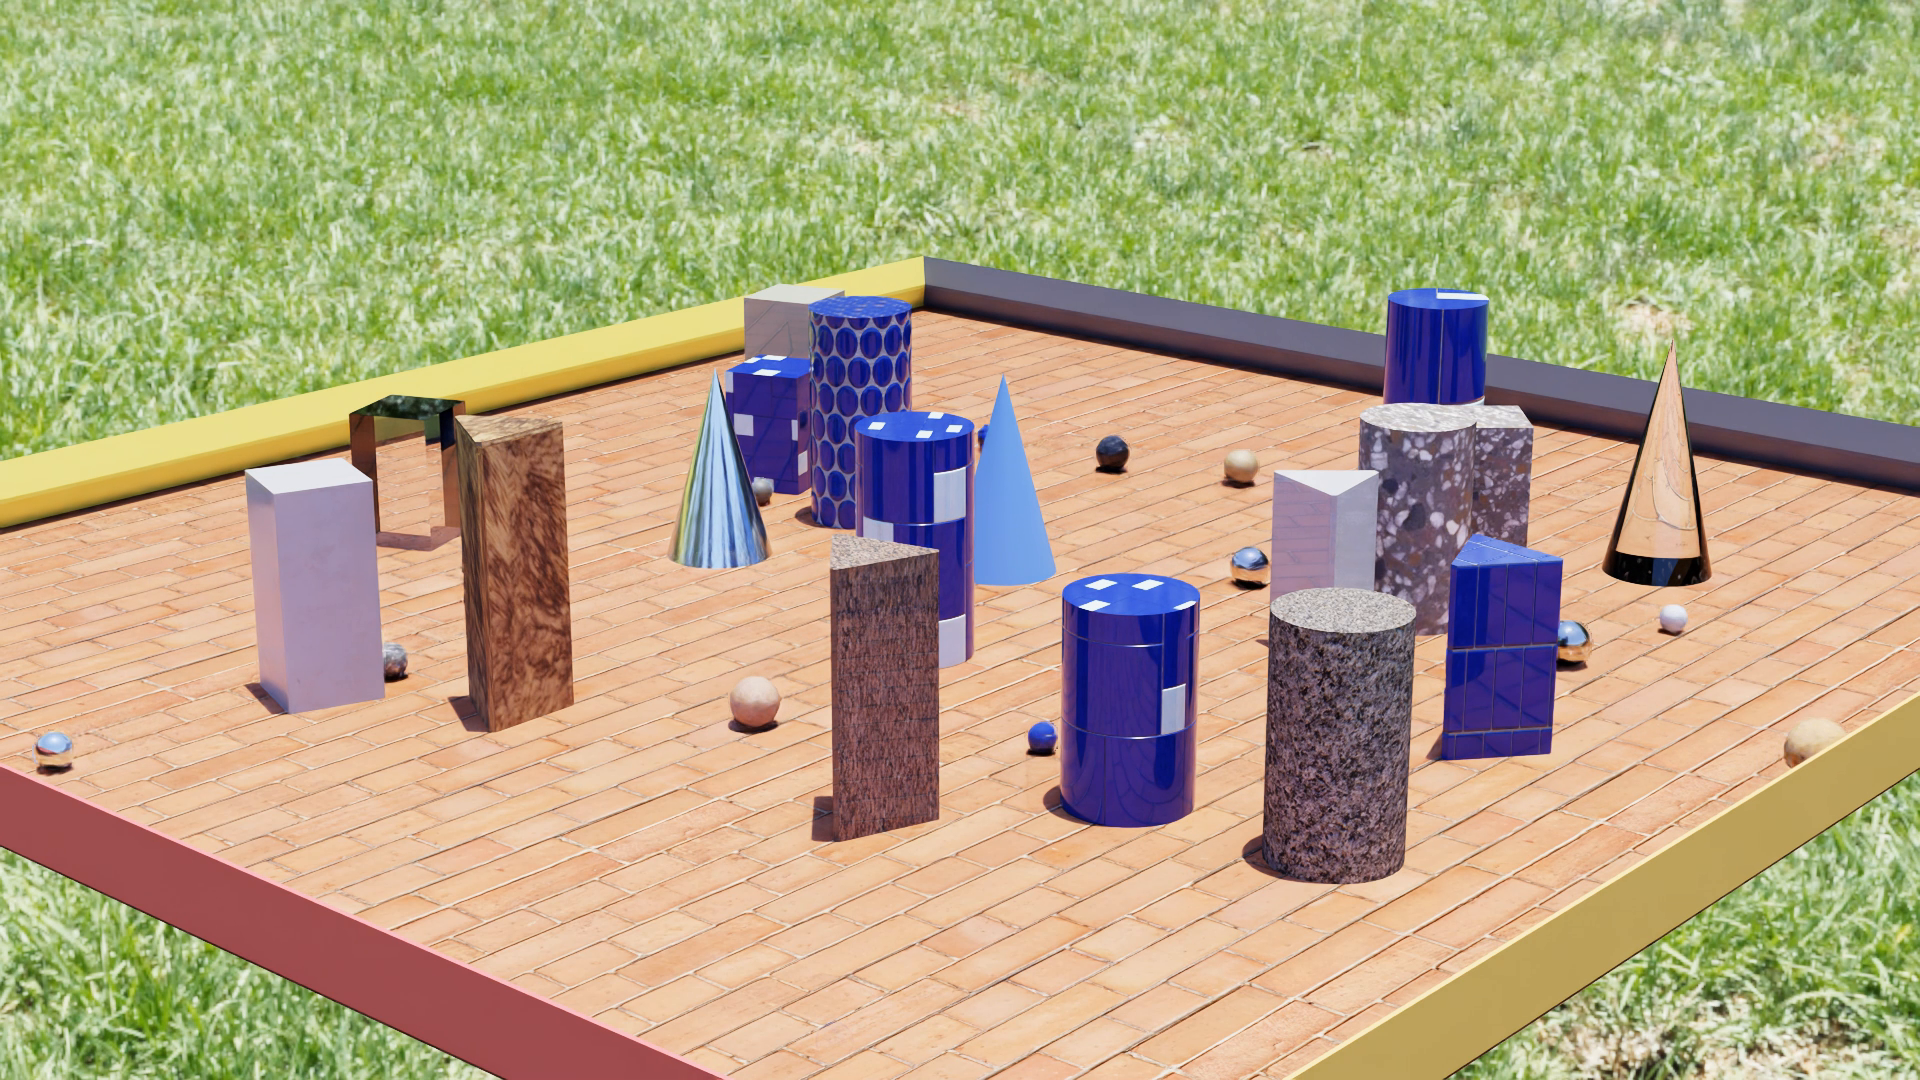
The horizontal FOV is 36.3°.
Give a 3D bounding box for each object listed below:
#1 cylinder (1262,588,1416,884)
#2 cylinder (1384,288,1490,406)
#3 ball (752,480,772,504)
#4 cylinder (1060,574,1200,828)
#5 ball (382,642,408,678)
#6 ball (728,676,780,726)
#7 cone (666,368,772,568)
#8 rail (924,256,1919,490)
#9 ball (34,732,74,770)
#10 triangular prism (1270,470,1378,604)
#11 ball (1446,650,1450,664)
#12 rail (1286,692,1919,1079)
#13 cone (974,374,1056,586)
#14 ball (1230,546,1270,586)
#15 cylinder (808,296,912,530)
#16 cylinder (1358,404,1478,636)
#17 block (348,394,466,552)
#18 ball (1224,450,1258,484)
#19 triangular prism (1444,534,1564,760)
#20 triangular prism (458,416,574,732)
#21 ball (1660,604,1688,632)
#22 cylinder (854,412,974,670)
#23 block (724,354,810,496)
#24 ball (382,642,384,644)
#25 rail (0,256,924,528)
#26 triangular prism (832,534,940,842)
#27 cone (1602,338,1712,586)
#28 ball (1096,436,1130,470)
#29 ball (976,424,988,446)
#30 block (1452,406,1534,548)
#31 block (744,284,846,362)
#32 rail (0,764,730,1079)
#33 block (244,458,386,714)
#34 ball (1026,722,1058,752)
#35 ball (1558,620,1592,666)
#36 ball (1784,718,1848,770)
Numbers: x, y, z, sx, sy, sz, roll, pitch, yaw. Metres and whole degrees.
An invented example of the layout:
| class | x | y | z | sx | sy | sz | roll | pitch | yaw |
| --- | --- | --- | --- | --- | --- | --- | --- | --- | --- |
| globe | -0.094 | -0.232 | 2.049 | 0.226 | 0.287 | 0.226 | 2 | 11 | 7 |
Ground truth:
| class | x | y | z | sx | sy | sz | roll | pitch | yaw |
| --- | --- | --- | --- | --- | --- | --- | --- | --- | --- |
| cylinder | 0.511 | 0.263 | 3.961 | 0.194 | 0.355 | 0.194 | 0 | 17 | 0 |
| cylinder | 0.921 | -0.279 | 5.699 | 0.194 | 0.388 | 0.194 | 0 | 17 | 0 |
| ball | -0.387 | -0.094 | 5.676 | 0.047 | 0.047 | 0.047 | 0 | 17 | 0 |
| cylinder | 0.240 | 0.225 | 4.156 | 0.194 | 0.314 | 0.194 | 0 | 17 | 0 |
| ball | -0.915 | 0.193 | 4.708 | 0.058 | 0.058 | 0.058 | 0 | 17 | 0 |
| ball | -0.315 | 0.247 | 4.492 | 0.078 | 0.078 | 0.078 | 0 | 17 | 0 |
| cone | -0.440 | -0.143 | 5.317 | 0.194 | 0.348 | 0.194 | 0 | 17 | 0 |
| rail | 1.120 | -0.341 | 6.355 | 3.252 | 0.126 | 0.045 | 14 | 22 | 39 |
| ball | -1.334 | 0.310 | 4.319 | 0.057 | 0.057 | 0.057 | 0 | 17 | 0 |
| triangular prism | 0.578 | 0.038 | 4.812 | 0.145 | 0.294 | 0.168 | 10 | 19 | 30 |
| ball | 0.815 | 0.191 | 4.681 | 0.076 | 0.076 | 0.076 | 0 | 17 | 0 |
| rail | 1.210 | 0.335 | 4.115 | 0.045 | 0.126 | 3.463 | 14 | 22 | 39 |
| cone | 0.077 | -0.121 | 5.217 | 0.194 | 0.364 | 0.194 | 0 | 17 | 0 |
| ball | 0.511 | 0.047 | 5.173 | 0.069 | 0.069 | 0.069 | 0 | 17 | 0 |
| cylinder | -0.187 | -0.242 | 5.542 | 0.194 | 0.407 | 0.194 | 0 | 17 | 0 |
| cylinder | 0.766 | -0.036 | 4.954 | 0.194 | 0.354 | 0.194 | 0 | 17 | 0 |
| block | -1.017 | -0.126 | 5.433 | 0.155 | 0.248 | 0.155 | 6 | 18 | 18 |
| ball | 0.556 | -0.145 | 5.808 | 0.068 | 0.068 | 0.068 | 0 | 17 | 0 |
| triangular prism | 0.790 | 0.157 | 4.400 | 0.168 | 0.304 | 0.145 | -3 | 17 | -9 |
| triangular prism | -0.714 | 0.042 | 4.512 | 0.145 | 0.458 | 0.168 | 14 | 22 | 38 |
| ball | 1.200 | 0.131 | 4.929 | 0.048 | 0.048 | 0.048 | 0 | 17 | 0 |
| cylinder | -0.073 | 0.000 | 4.780 | 0.194 | 0.384 | 0.194 | 0 | 17 | 0 |
| block | -0.358 | -0.229 | 5.800 | 0.155 | 0.235 | 0.155 | 7 | 18 | 21 |
| ball | -0.958 | 0.180 | 4.773 | 0.045 | 0.045 | 0.045 | 0 | 17 | 0 |
| rail | -1.210 | -0.272 | 6.126 | 0.045 | 0.126 | 3.463 | 14 | 22 | 39 |
| triangular prism | -0.137 | 0.198 | 4.104 | 0.168 | 0.395 | 0.145 | -10 | 19 | -30 |
| cone | 1.251 | -0.152 | 5.202 | 0.194 | 0.431 | 0.194 | 0 | 17 | 0 |
| ball | 0.307 | -0.174 | 5.904 | 0.069 | 0.069 | 0.069 | 0 | 17 | 0 |
| ball | 0.062 | -0.212 | 6.056 | 0.053 | 0.053 | 0.053 | 0 | 17 | 0 |
| block | 0.906 | -0.068 | 5.140 | 0.155 | 0.307 | 0.155 | 0 | 17 | 1 |
| block | -0.342 | -0.362 | 6.110 | 0.155 | 0.309 | 0.155 | 8 | 18 | 24 |
| rail | -1.120 | 0.404 | 3.886 | 3.252 | 0.126 | 0.045 | 14 | 22 | 39 |
| block | -1.011 | 0.070 | 4.597 | 0.155 | 0.356 | 0.155 | -9 | 19 | -28 |
| ball | 0.123 | 0.296 | 4.387 | 0.046 | 0.046 | 0.046 | 0 | 17 | 0 |
| ball | 0.987 | 0.167 | 4.763 | 0.075 | 0.075 | 0.075 | 0 | 17 | 0 |
| ball | 1.248 | 0.307 | 4.262 | 0.097 | 0.097 | 0.097 | 0 | 17 | 0 |
